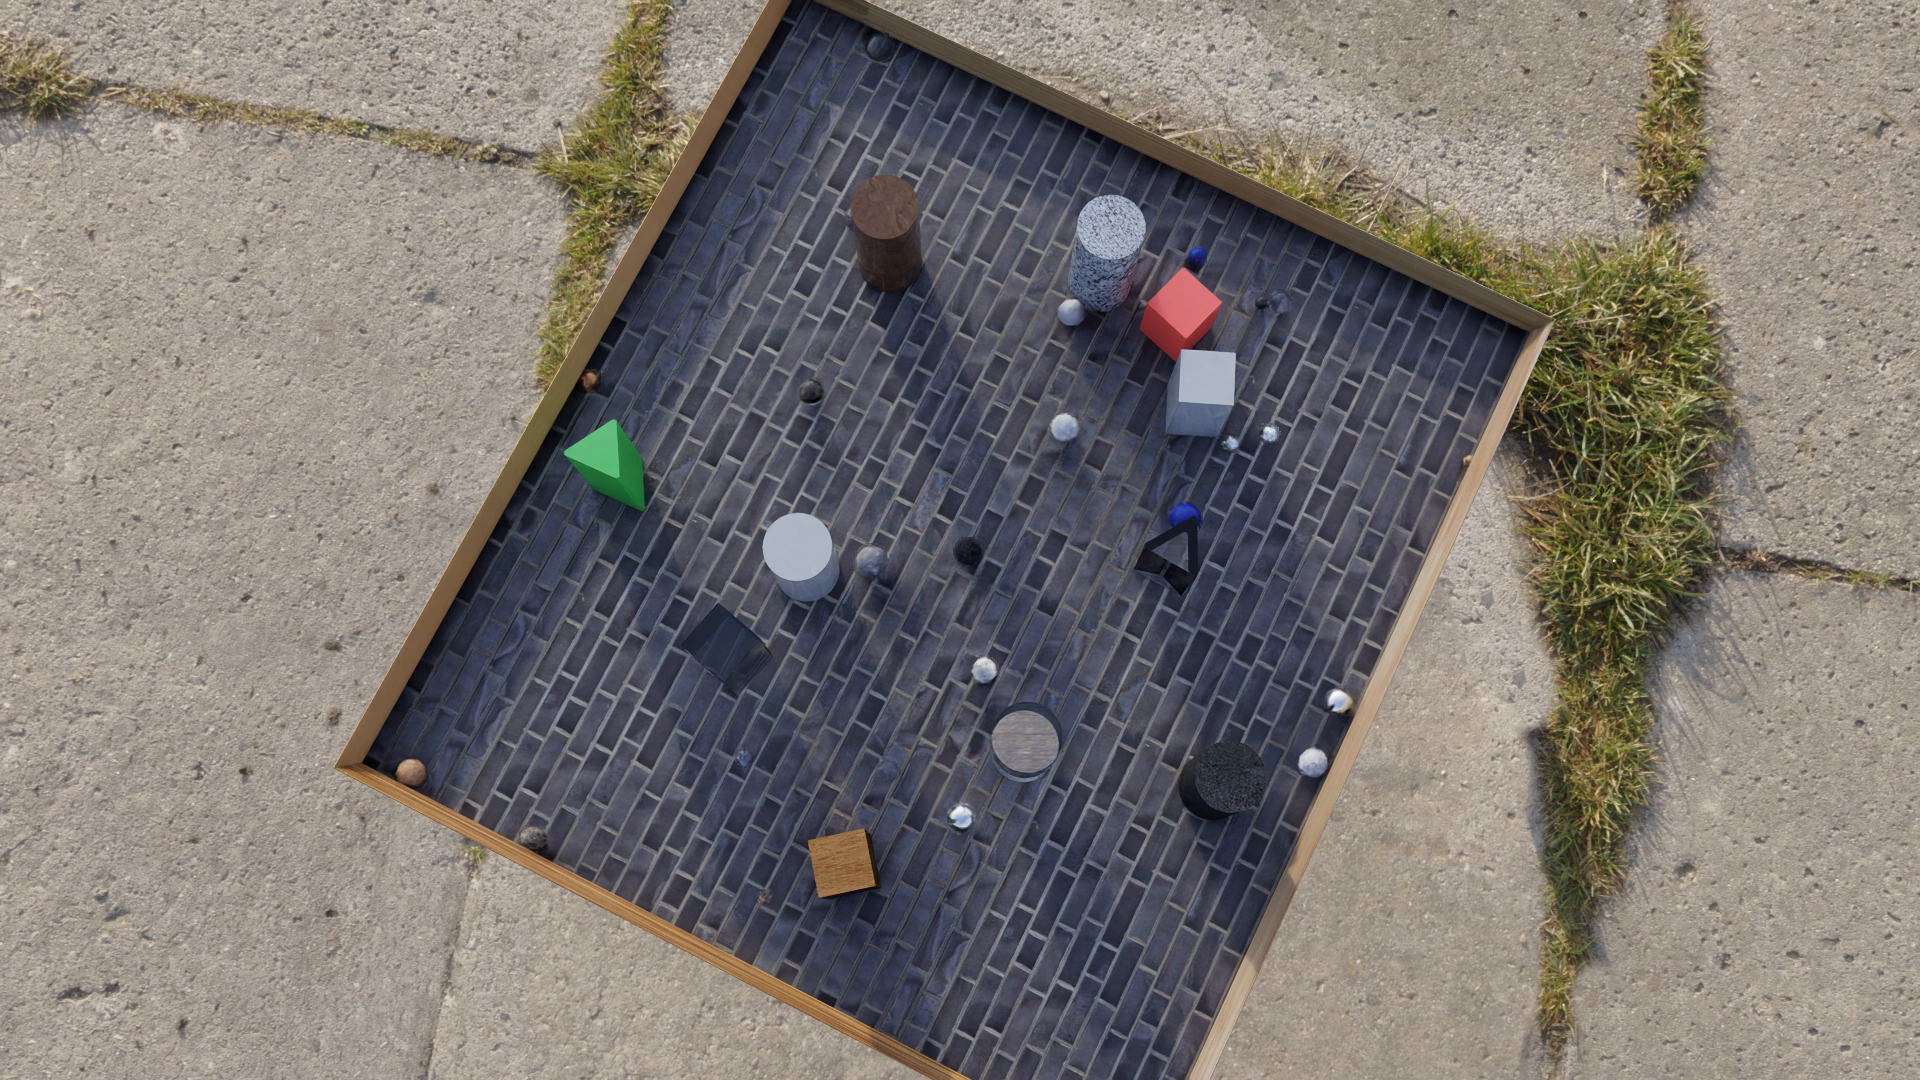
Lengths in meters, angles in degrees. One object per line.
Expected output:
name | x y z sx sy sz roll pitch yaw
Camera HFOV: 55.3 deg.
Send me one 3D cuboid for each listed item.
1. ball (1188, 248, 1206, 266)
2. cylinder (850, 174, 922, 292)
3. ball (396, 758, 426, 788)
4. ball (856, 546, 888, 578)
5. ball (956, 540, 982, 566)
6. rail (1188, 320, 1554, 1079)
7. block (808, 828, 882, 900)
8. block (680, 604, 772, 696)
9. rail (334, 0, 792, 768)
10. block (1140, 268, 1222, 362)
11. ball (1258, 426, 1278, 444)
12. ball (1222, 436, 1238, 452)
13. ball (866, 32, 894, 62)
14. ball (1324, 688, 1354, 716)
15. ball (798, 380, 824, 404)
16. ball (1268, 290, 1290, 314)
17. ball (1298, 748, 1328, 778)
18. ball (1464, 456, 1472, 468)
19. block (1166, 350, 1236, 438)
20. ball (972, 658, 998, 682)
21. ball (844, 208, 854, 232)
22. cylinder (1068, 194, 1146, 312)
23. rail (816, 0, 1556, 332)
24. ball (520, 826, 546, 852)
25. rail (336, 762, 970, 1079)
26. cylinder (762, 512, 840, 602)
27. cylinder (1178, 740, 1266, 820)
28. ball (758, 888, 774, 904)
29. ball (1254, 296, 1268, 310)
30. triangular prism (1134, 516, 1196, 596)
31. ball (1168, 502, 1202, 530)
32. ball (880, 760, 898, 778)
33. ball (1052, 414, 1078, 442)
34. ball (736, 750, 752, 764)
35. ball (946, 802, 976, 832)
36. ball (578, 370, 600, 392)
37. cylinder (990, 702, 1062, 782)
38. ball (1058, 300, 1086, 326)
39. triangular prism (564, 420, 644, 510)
ball | 0.747 -0.892 5.773 0.055 0.055 0.055 0 78 0
cylinder | -0.220 -0.924 5.571 0.200 0.465 0.200 0 78 0
ball | -1.626 0.690 5.430 0.086 0.086 0.086 0 78 0
ball | -0.267 0.067 5.552 0.100 0.100 0.100 0 78 0
ball | 0.026 0.037 5.568 0.080 0.080 0.080 0 78 0
rail | 1.168 0.579 5.429 0.045 0.130 2.863 26 80 5
block | -0.327 0.929 5.237 0.160 0.367 0.160 -12 79 -2
block | -0.678 0.324 5.367 0.160 0.357 0.160 39 81 7
rail | -1.168 -0.565 5.666 0.045 0.130 2.863 26 80 5
block | 0.676 -0.689 5.634 0.160 0.245 0.160 44 82 8
ball | 0.952 -0.324 5.653 0.060 0.060 0.060 0 78 0
ball | 0.833 -0.297 5.653 0.050 0.050 0.050 0 78 0
ball | -0.259 -1.586 5.898 0.092 0.092 0.092 0 78 0
ball | 1.131 0.484 5.472 0.087 0.087 0.087 0 78 0
ball | -0.460 -0.458 5.671 0.079 0.079 0.079 0 78 0
ball | 1.000 -0.744 5.735 0.071 0.071 0.071 0 78 0
ball | 1.047 0.661 5.435 0.088 0.088 0.088 0 78 0
ball | 1.571 -0.240 5.645 0.041 0.041 0.041 0 78 0
block | 0.722 -0.439 5.524 0.160 0.359 0.160 4 78 1
ball | 0.074 0.391 5.498 0.075 0.075 0.075 0 78 0
ball | -0.314 -1.013 5.777 0.096 0.096 0.096 0 78 0
cylinder | 0.440 -0.863 5.557 0.200 0.467 0.200 0 78 0
rail | 0.630 -1.226 5.803 2.660 0.130 0.045 26 80 5
ball | -1.256 0.882 5.396 0.075 0.075 0.075 0 78 0
rail | -0.630 1.240 5.293 2.660 0.130 0.045 26 80 5
cylinder | -0.467 0.054 5.429 0.200 0.345 0.200 0 78 0
cylinder | 0.751 0.696 5.277 0.200 0.382 0.200 0 78 0
ball | -0.570 1.045 5.378 0.044 0.044 0.044 0 78 0
ball | 0.946 -0.745 5.750 0.040 0.040 0.040 0 78 0
triangular prism | 0.640 0.030 5.432 0.173 0.349 0.150 30 80 6
ball | 0.686 -0.067 5.580 0.098 0.098 0.098 0 78 0
ball | -0.209 0.682 5.447 0.055 0.055 0.055 0 78 0
ball | 0.324 -0.345 5.645 0.084 0.084 0.084 0 78 0
ball | -0.643 0.647 5.460 0.045 0.045 0.045 0 78 0
ball | 0.005 0.819 5.403 0.087 0.087 0.087 0 78 0
ball | -1.150 -0.493 5.685 0.066 0.066 0.066 0 78 0
cylinder | 0.189 0.589 5.314 0.200 0.355 0.200 0 78 0
ball | 0.350 -0.710 5.720 0.084 0.084 0.084 0 78 0
triangular prism | -1.020 -0.235 5.445 0.173 0.431 0.150 24 79 5
